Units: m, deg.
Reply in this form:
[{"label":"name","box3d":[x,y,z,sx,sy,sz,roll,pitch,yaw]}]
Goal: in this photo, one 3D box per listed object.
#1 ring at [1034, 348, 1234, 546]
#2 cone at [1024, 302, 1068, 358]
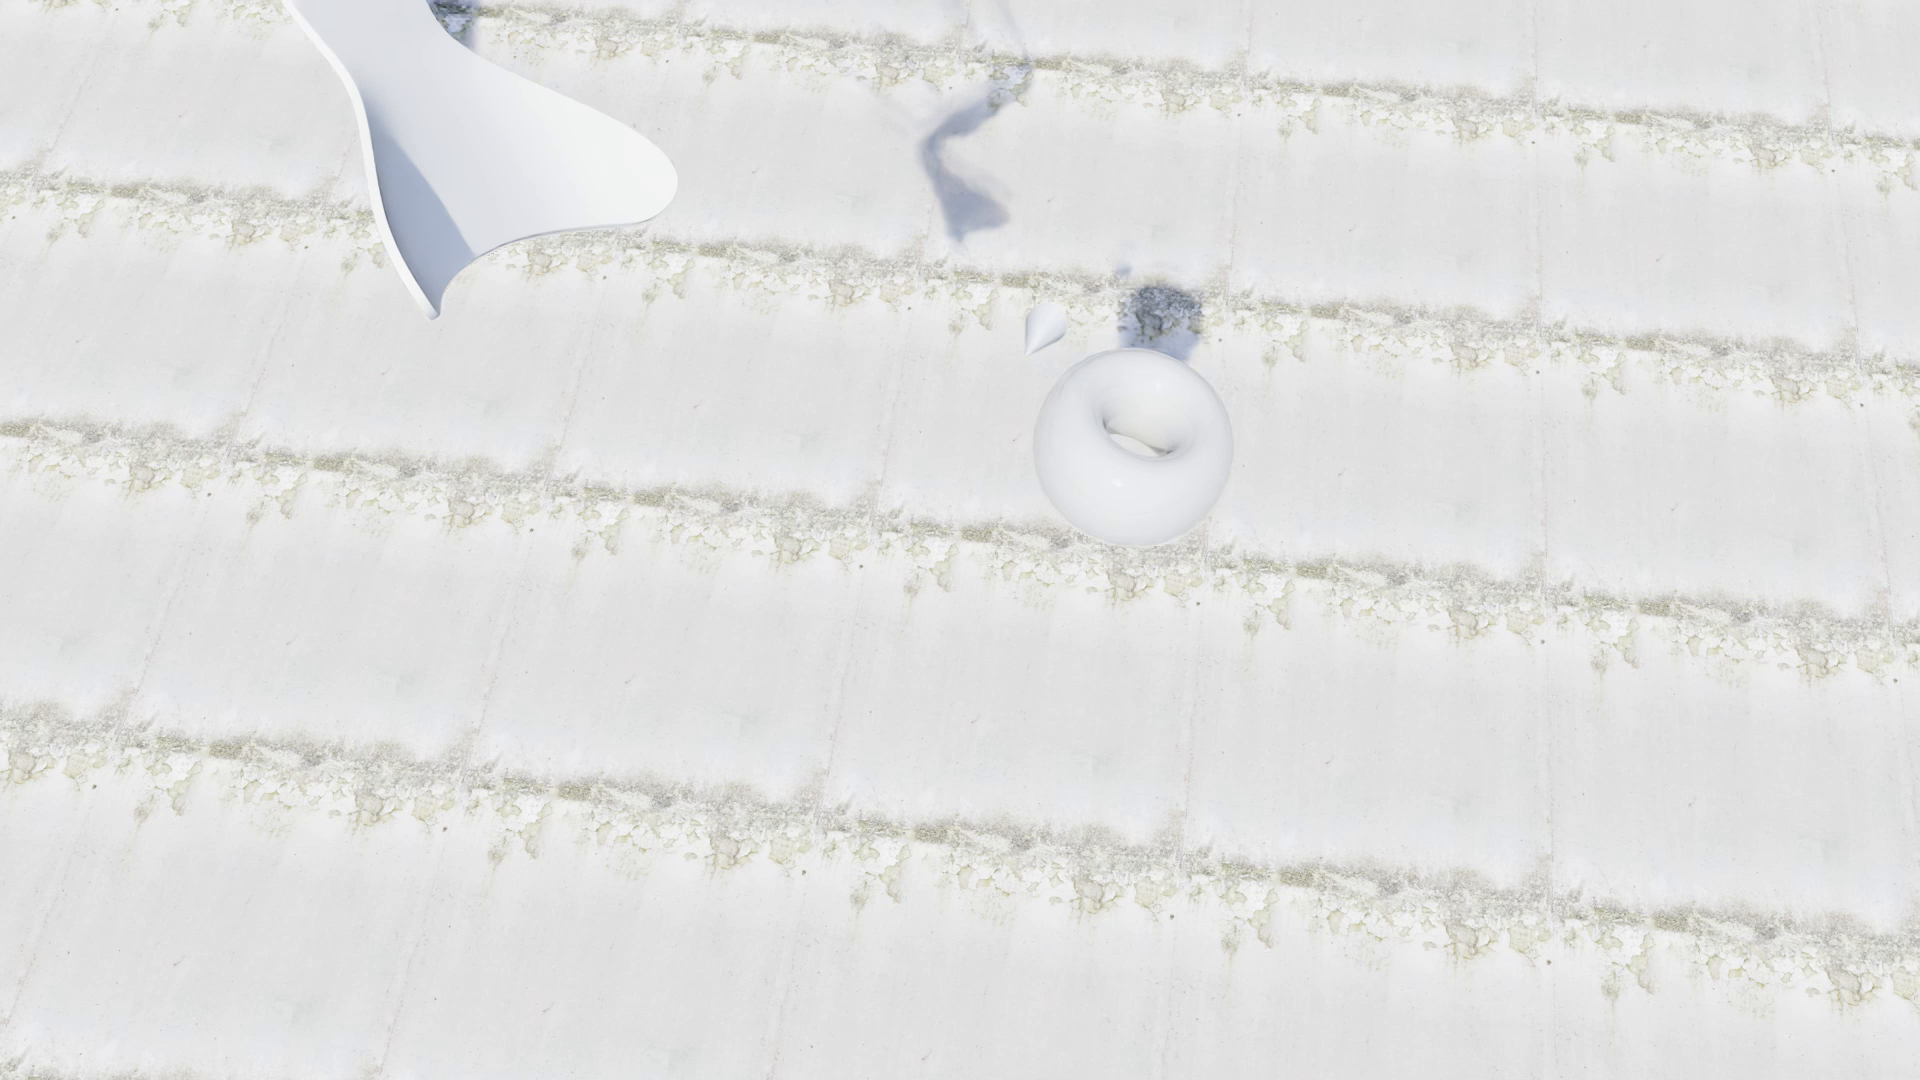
[{"label":"ring","box3d":[0.242,-0.132,3.065,0.282,0.146,0.316,23,48,2]},{"label":"cone","box3d":[0.104,-0.273,3.011,0.058,0.107,0.065,33,62,-2]}]
